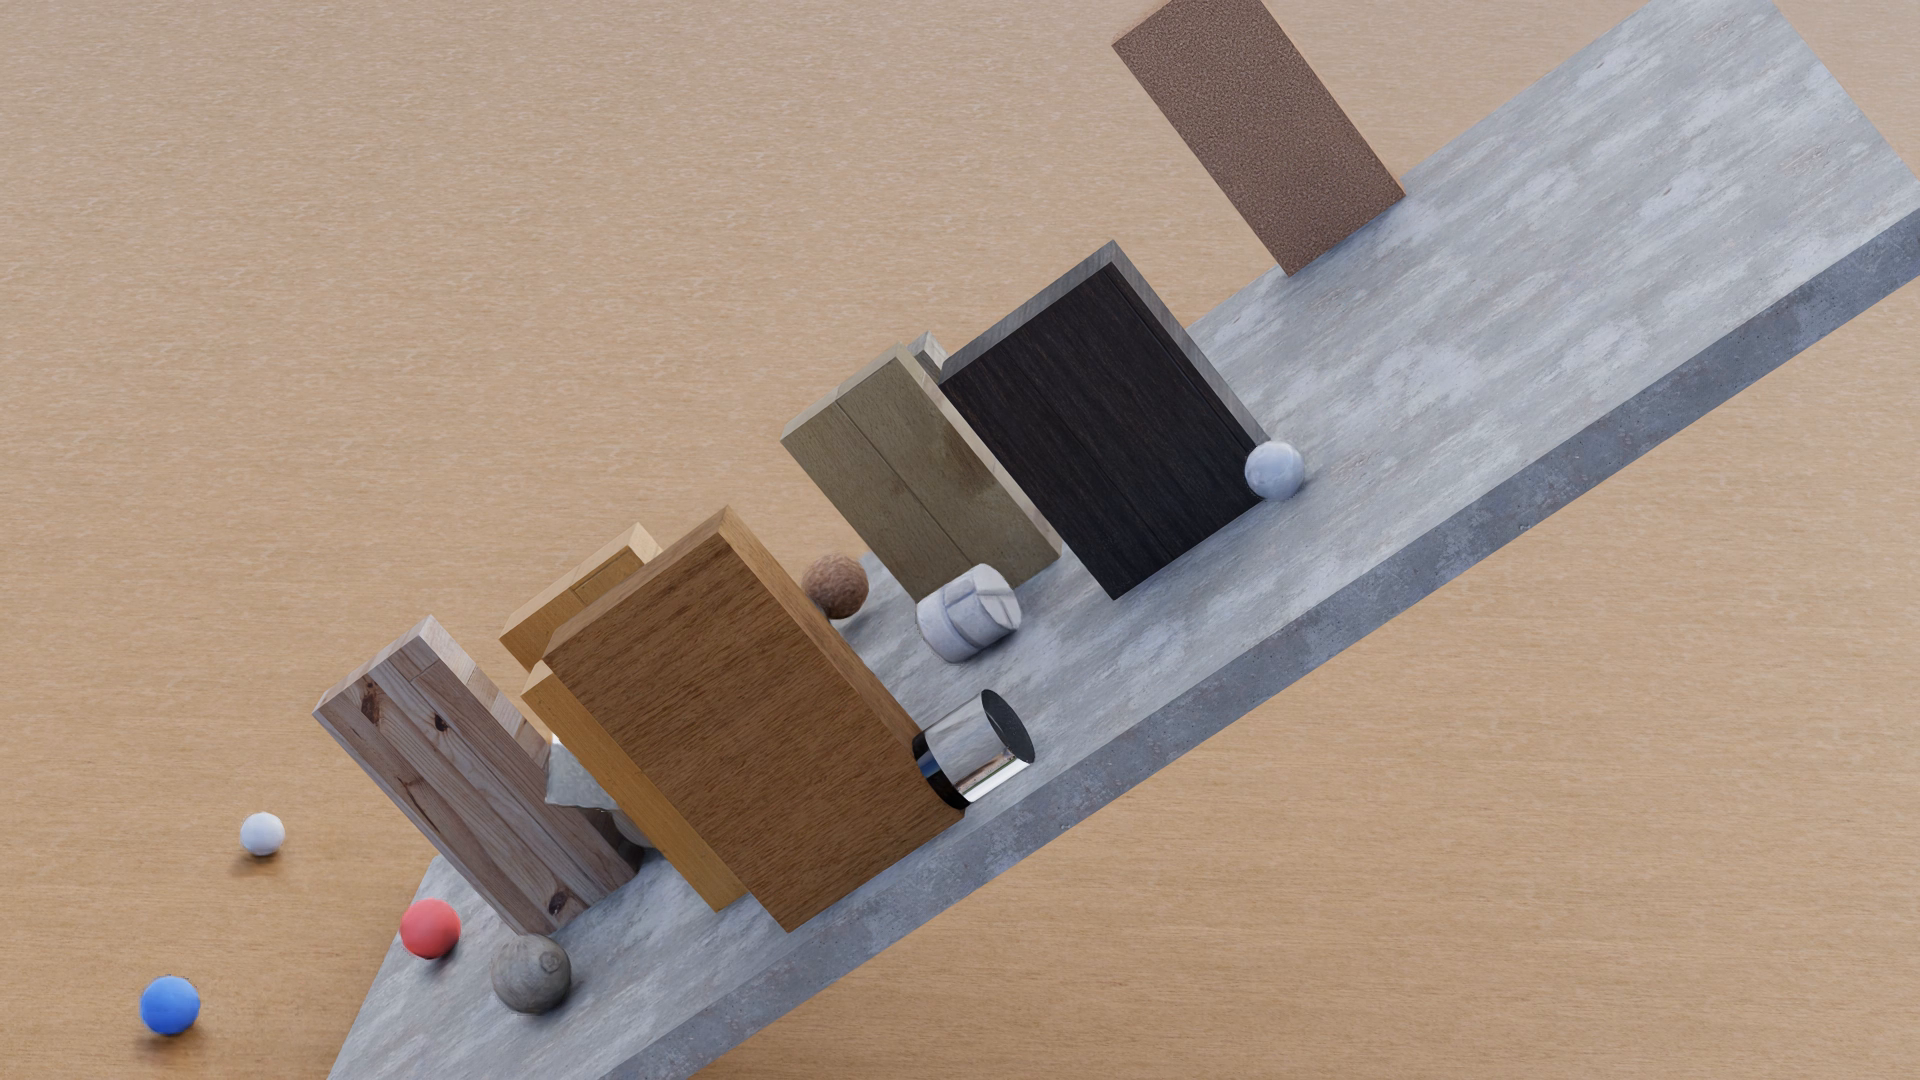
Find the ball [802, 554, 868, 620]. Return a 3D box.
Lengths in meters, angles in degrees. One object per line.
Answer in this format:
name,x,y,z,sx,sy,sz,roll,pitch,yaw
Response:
ball,-0.296,0.111,6.949,0.159,0.159,0.159,0,23,0

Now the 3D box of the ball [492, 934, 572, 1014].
ball,-0.899,0.911,6.172,0.168,0.168,0.168,0,23,0

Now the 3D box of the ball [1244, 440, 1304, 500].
ball,0.609,-0.135,5.689,0.115,0.115,0.115,0,23,0

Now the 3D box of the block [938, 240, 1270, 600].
block,0.303,-0.233,5.815,0.425,0.570,0.145,-35,16,17

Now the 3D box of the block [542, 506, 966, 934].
block,-0.377,0.343,5.510,0.428,0.719,0.129,-35,16,17

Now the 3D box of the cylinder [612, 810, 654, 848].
cylinder,-0.695,0.577,6.610,0.177,0.177,0.177,-3,14,-7

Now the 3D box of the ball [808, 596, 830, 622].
ball,-0.401,0.224,6.846,0.209,0.209,0.209,0,23,0

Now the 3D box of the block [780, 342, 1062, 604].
block,-0.080,-0.107,6.347,0.319,0.571,0.102,-35,16,17

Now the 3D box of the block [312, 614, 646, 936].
block,-1.063,0.541,6.525,0.323,0.729,0.109,-35,16,17

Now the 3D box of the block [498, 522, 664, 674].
block,-0.740,0.289,6.853,0.398,0.529,0.136,-35,16,17

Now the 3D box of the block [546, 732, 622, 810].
block,-0.785,0.439,6.404,0.205,0.205,0.205,6,45,-8

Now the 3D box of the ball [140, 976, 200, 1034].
ball,-1.925,1.134,7.167,0.141,0.141,0.141,0,23,0

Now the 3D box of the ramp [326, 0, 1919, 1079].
ramp,0.126,0.181,6.329,4.000,0.100,2.000,-35,16,17

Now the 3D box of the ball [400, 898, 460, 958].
ball,-1.263,0.926,7.012,0.144,0.144,0.144,0,23,0

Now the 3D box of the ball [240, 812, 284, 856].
ball,-1.894,0.798,7.988,0.117,0.117,0.117,0,23,0

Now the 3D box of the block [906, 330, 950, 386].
block,-0.046,-0.223,6.833,0.267,0.440,0.137,-35,16,17

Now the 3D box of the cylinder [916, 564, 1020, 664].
cylinder,0.018,0.155,6.172,0.156,0.156,0.156,-32,10,26

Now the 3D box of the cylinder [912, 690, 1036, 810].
cylinder,0.026,0.391,5.488,0.164,0.164,0.164,-35,16,17

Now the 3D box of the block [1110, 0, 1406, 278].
block,0.687,-0.973,6.754,0.330,0.689,0.082,-35,16,17

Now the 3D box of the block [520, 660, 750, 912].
block,-0.533,0.404,5.909,0.368,0.608,0.149,-35,16,17
